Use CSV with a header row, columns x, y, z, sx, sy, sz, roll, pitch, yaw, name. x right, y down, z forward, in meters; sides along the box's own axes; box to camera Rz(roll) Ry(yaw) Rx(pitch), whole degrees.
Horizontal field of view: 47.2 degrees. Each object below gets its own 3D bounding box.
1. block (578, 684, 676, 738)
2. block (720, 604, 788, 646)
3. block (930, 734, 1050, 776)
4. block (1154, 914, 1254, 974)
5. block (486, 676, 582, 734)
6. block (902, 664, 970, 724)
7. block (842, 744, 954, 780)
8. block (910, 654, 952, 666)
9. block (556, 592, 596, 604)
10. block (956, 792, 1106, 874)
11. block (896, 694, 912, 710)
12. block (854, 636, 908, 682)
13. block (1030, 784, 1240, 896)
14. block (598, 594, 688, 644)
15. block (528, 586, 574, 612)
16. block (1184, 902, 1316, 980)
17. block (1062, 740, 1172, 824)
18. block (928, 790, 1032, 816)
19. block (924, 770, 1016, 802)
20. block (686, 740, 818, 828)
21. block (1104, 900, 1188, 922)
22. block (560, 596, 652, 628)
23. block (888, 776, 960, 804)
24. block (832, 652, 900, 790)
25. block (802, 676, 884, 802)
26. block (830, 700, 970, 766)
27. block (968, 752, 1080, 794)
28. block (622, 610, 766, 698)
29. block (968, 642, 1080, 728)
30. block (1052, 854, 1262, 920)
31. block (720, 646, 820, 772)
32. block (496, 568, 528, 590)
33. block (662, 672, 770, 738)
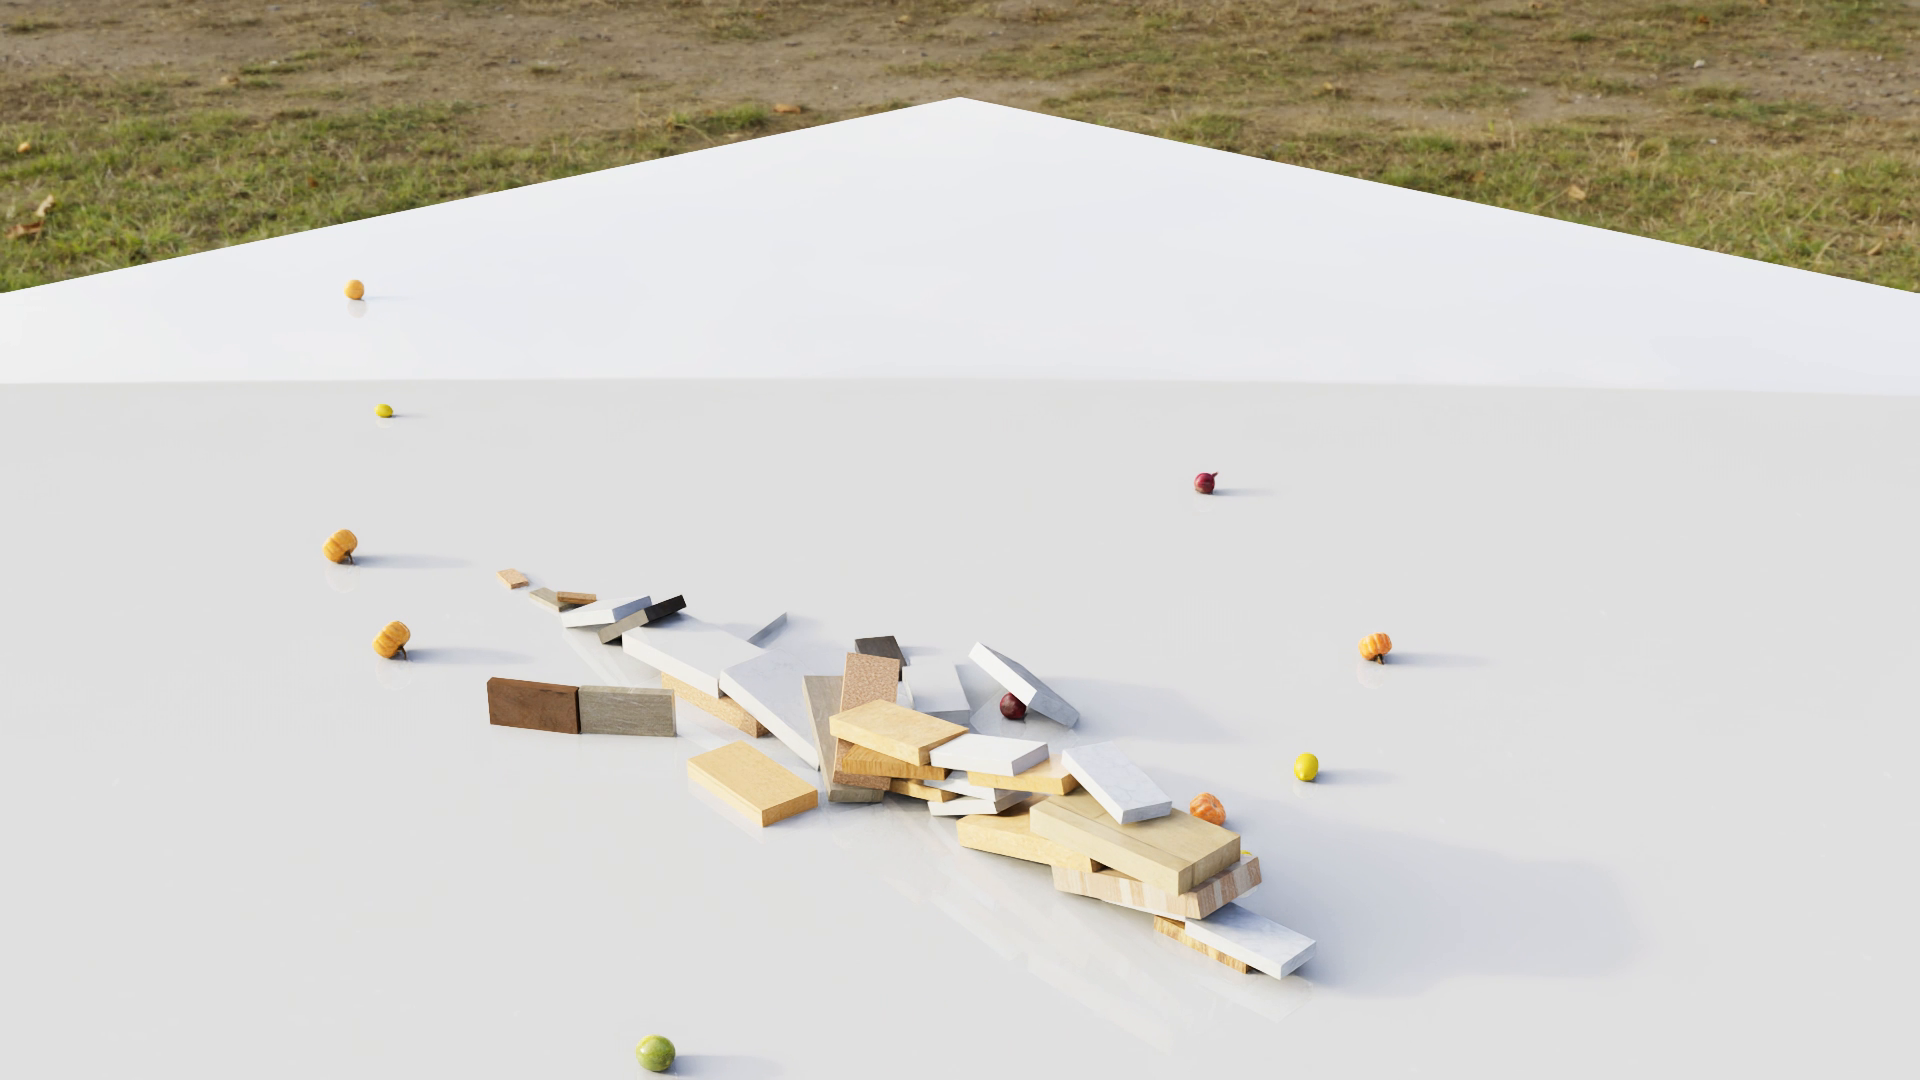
x,y,z,sx,sy,sz,roll,pitch,yaw,name
-0.719,0.370,4.757,0.204,0.102,0.029,2,23,6,block
-0.500,0.208,5.236,0.094,0.027,0.187,11,25,24,block
0.057,0.420,4.305,0.217,0.031,0.108,2,17,43,block
0.471,0.719,4.027,0.212,0.030,0.106,21,31,40,block
-0.925,0.360,4.781,0.204,0.102,0.029,5,24,12,block
-0.053,0.340,4.844,0.116,0.033,0.231,-3,22,-9,block
-0.117,0.441,4.427,0.217,0.031,0.108,2,18,19,block
-0.055,0.315,4.986,0.094,0.027,0.187,-4,23,-9,block
-0.938,0.142,5.380,0.094,0.013,0.047,6,14,-13,block
0.182,0.562,4.262,0.179,0.051,0.357,-21,17,-41,block
-0.136,0.380,4.829,0.204,0.029,0.102,16,28,33,block
-0.181,0.276,5.077,0.094,0.027,0.187,-5,23,-12,block
0.322,0.542,4.066,0.357,0.051,0.179,19,29,41,block
-0.744,0.186,5.134,0.112,0.032,0.224,-22,-2,-41,block
-1.002,0.146,5.399,0.047,0.013,0.125,-21,31,-40,block
0.522,0.716,3.959,0.211,0.030,0.106,20,30,39,block
0.293,0.454,4.127,0.108,0.031,0.217,-7,30,-28,block
0.040,0.518,4.401,0.102,0.029,0.203,-21,7,-40,block
0.033,0.473,4.378,0.102,0.029,0.203,-22,19,-40,block
-0.430,0.500,4.533,0.137,0.039,0.275,-18,29,-36,block
0.375,0.659,4.107,0.106,0.030,0.212,-20,17,-40,block
-0.839,0.169,5.219,0.112,0.032,0.224,-22,10,-41,block
-0.063,0.492,4.496,0.102,0.029,0.203,-21,16,-37,block
-0.195,0.377,4.636,0.116,0.033,0.407,9,33,-4,block
-0.249,0.414,4.624,0.112,0.032,0.377,2,34,-15,block
-0.125,0.390,4.477,0.137,0.039,0.275,-17,21,-40,block
0.140,0.448,4.262,0.231,0.033,0.116,1,17,40,block
-0.591,0.256,4.973,0.337,0.048,0.169,21,31,40,block
0.141,0.319,4.864,0.137,0.039,0.274,29,5,-35,block
0.363,0.620,4.095,0.179,0.051,0.357,-21,16,-41,block
-0.348,0.361,4.751,0.169,0.048,0.337,-21,44,-40,block
-1.123,0.097,5.516,0.047,0.013,0.095,-14,27,-30,block
-0.496,0.337,4.906,0.169,0.048,0.338,-21,31,-40,block
